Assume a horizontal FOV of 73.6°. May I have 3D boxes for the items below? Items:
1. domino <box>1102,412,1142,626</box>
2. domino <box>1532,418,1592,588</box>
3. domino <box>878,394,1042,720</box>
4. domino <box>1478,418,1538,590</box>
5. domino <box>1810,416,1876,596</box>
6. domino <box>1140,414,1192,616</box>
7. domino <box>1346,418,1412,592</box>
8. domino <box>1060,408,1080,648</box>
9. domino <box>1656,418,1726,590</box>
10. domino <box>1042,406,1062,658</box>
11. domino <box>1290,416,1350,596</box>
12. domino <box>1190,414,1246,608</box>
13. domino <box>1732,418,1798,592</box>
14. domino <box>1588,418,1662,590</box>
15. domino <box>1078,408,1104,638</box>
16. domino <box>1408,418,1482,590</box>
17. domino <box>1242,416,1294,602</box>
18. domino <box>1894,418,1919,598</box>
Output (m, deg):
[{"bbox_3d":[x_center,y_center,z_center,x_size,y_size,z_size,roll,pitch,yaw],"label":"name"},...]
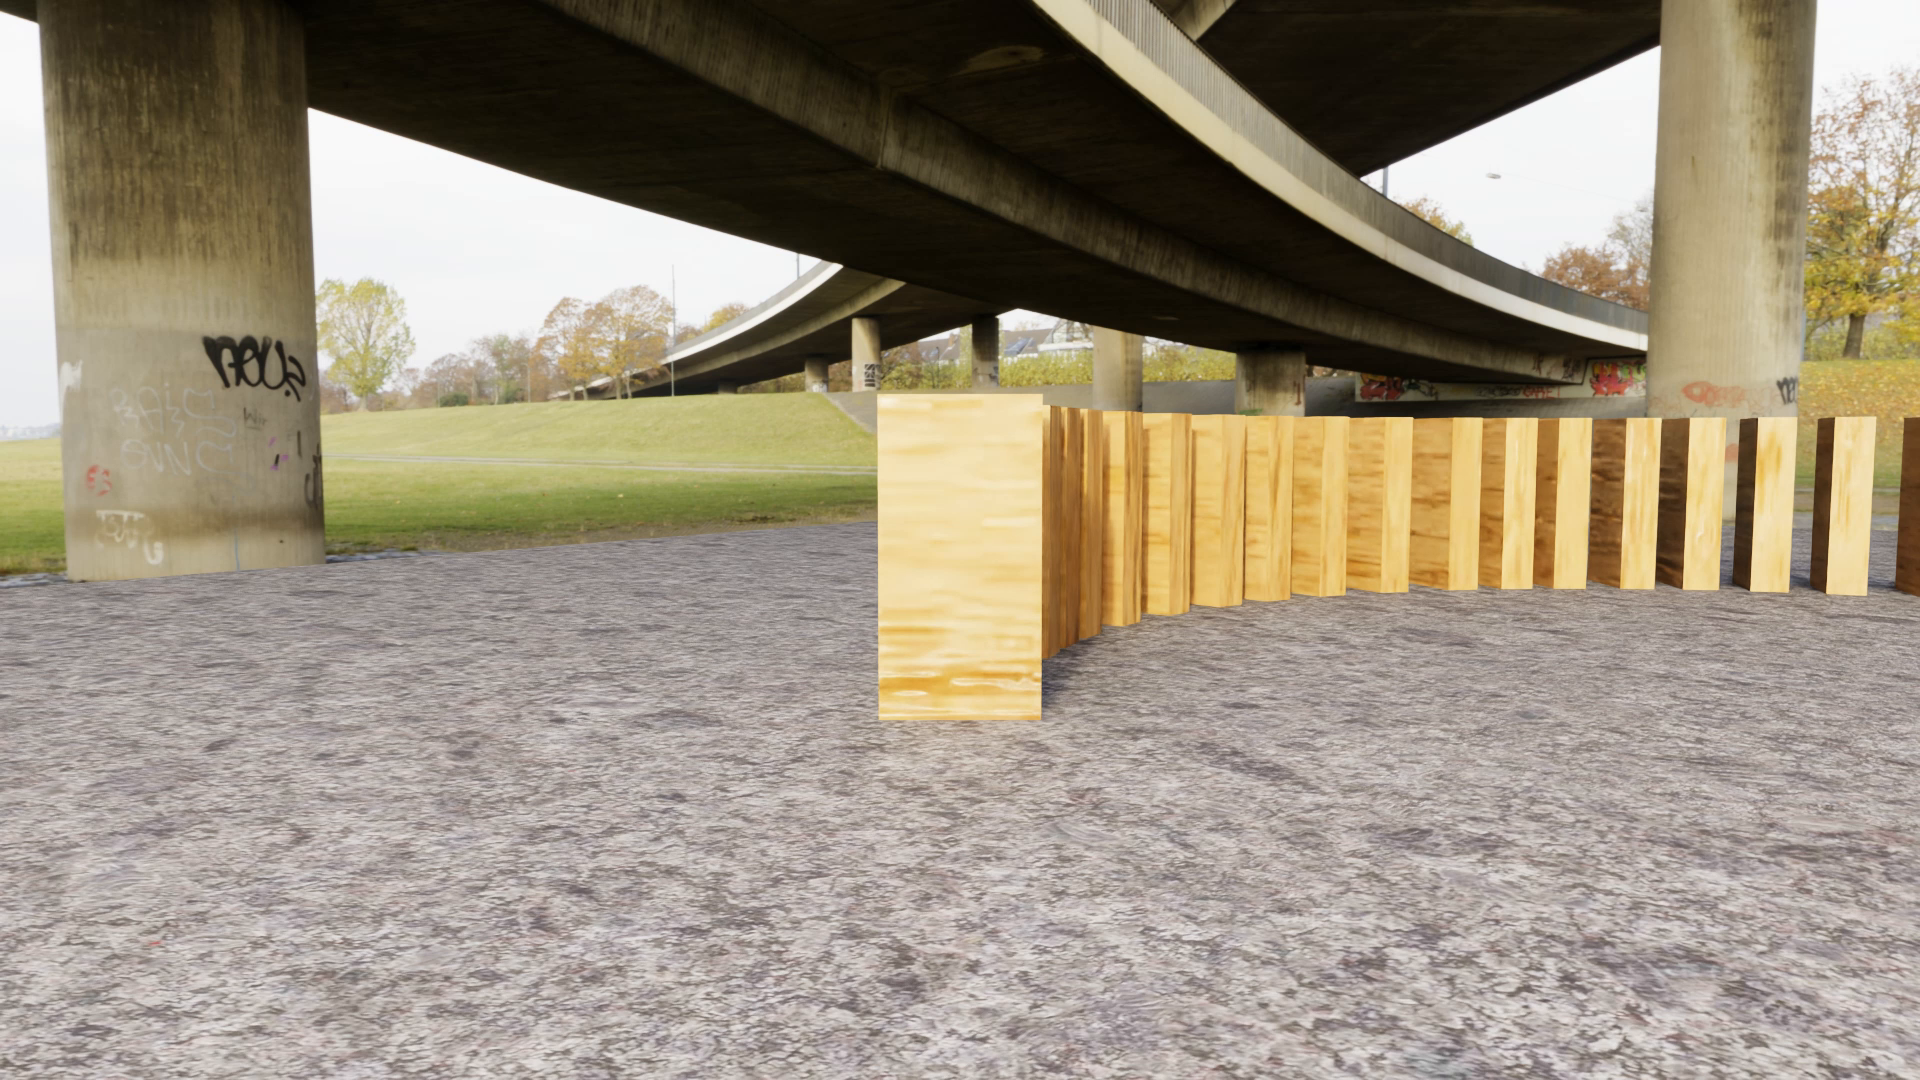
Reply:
[{"bbox_3d":[0.030,-0.006,0.308,0.025,0.050,0.009,3,5,34],"label":"domino"},{"bbox_3d":[0.179,-0.012,0.388,0.009,0.050,0.025,0,4,0],"label":"domino"},{"bbox_3d":[0.000,0.002,0.201,0.025,0.050,0.009,0,4,0],"label":"domino"},{"bbox_3d":[0.162,-0.012,0.387,0.009,0.050,0.025,0,4,-6],"label":"domino"},{"bbox_3d":[0.255,-0.010,0.371,0.009,0.050,0.025,2,5,24],"label":"domino"},{"bbox_3d":[0.046,-0.007,0.328,0.025,0.050,0.009,4,6,42],"label":"domino"},{"bbox_3d":[0.121,-0.011,0.378,0.009,0.050,0.025,-2,5,-19],"label":"domino"},{"bbox_3d":[0.012,-0.003,0.275,0.025,0.050,0.009,2,5,22],"label":"domino"},{"bbox_3d":[0.219,-0.011,0.384,0.009,0.050,0.025,1,4,12],"label":"domino"},{"bbox_3d":[0.007,-0.002,0.260,0.025,0.050,0.010,1,4,17],"label":"domino"},{"bbox_3d":[0.099,-0.010,0.369,0.009,0.050,0.025,-2,5,-27],"label":"domino"},{"bbox_3d":[0.063,-0.008,0.345,0.010,0.050,0.025,-4,6,-40],"label":"domino"},{"bbox_3d":[0.237,-0.011,0.379,0.009,0.050,0.025,2,5,21],"label":"domino"},{"bbox_3d":[0.200,-0.011,0.387,0.009,0.050,0.025,0,4,6],"label":"domino"},{"bbox_3d":[0.019,-0.004,0.289,0.025,0.050,0.009,2,5,27],"label":"domino"},{"bbox_3d":[0.144,-0.011,0.384,0.009,0.050,0.025,-1,4,-12],"label":"domino"},{"bbox_3d":[0.080,-0.009,0.357,0.010,0.050,0.025,-3,5,-34],"label":"domino"},{"bbox_3d":[0.275,-0.010,0.363,0.009,0.050,0.025,2,5,22],"label":"domino"}]
